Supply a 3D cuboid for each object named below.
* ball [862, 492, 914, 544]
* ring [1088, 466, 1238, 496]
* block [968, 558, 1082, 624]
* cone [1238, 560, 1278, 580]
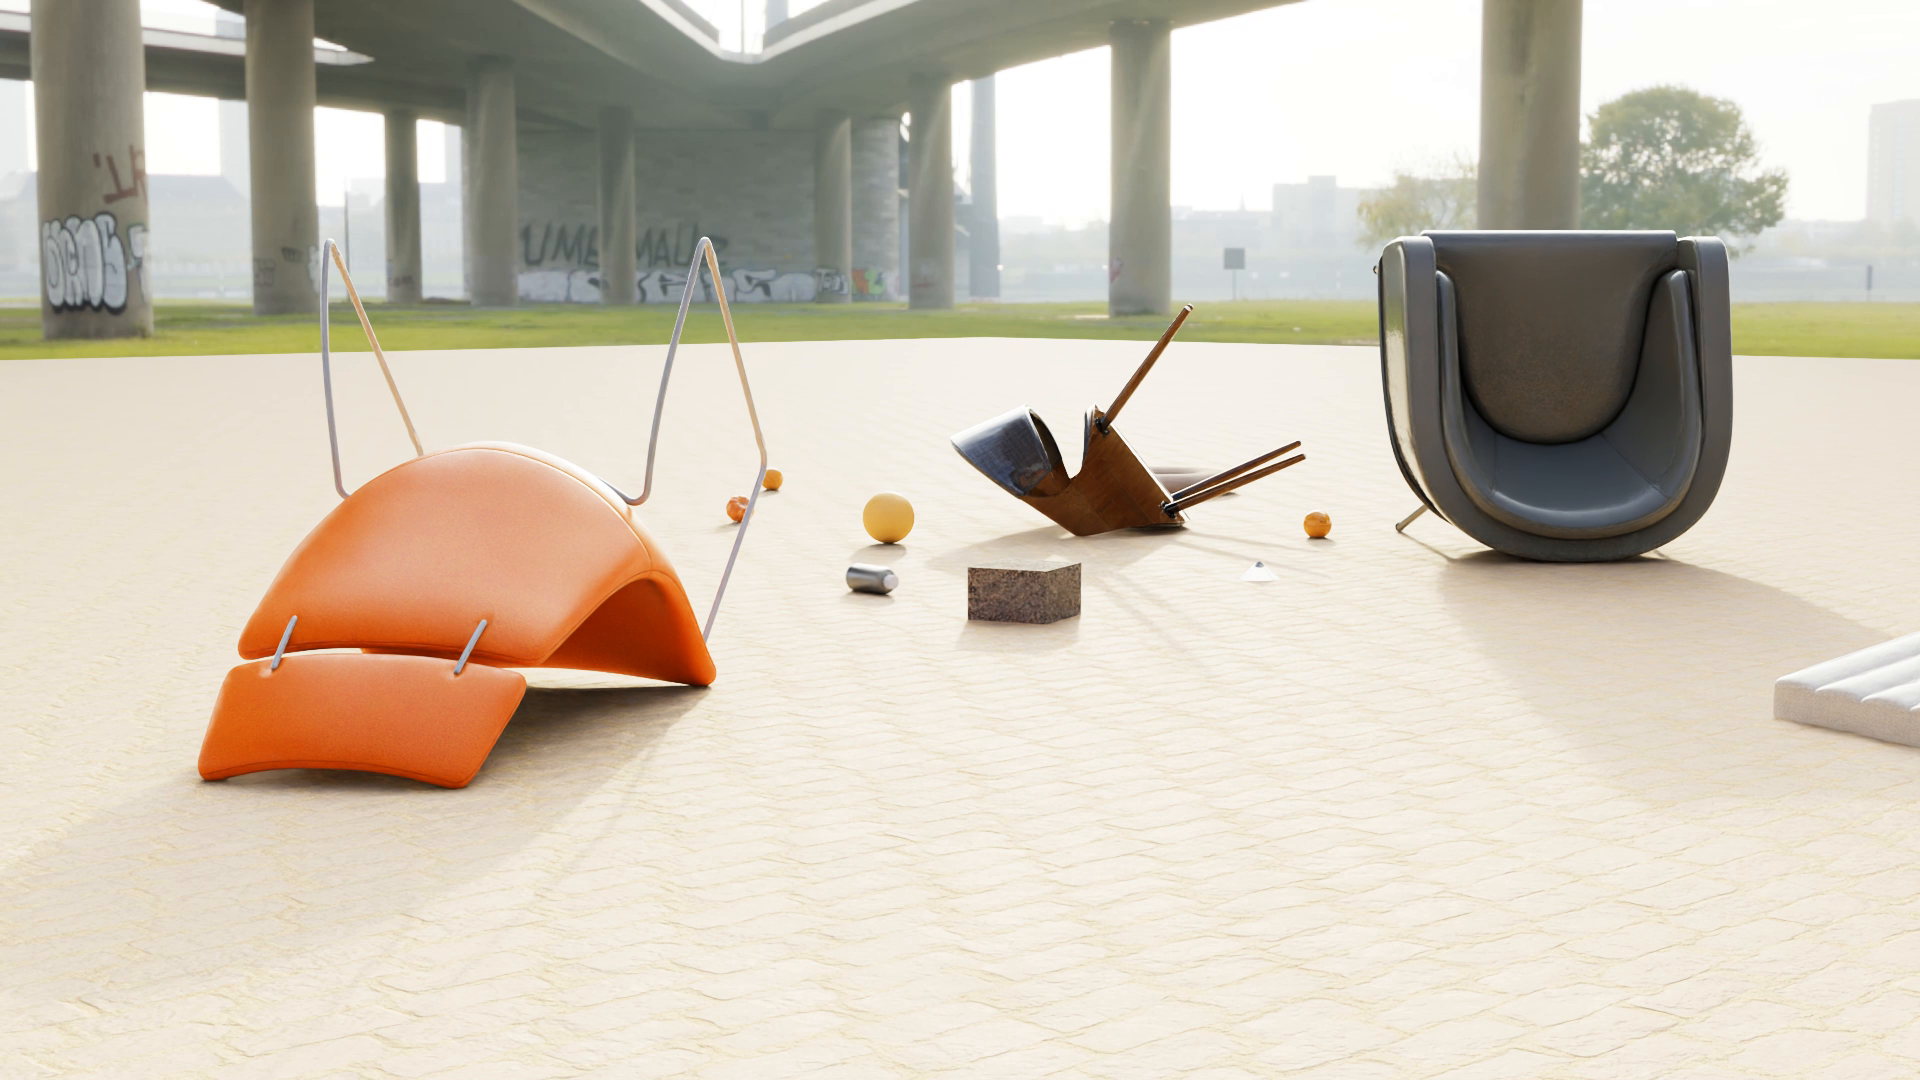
[{"bbox_3d":[-0.176,-0.056,6.325,0.129,0.129,0.129,0,6,0],"label":"ball"},{"bbox_3d":[0.622,-0.180,7.845,0.466,0.066,0.436,-4,7,-31],"label":"ring"},{"bbox_3d":[0.125,0.098,4.964,0.166,0.101,0.168,3,7,25],"label":"block"},{"bbox_3d":[0.652,0.065,5.593,0.096,0.040,0.082,-5,7,-37],"label":"cone"}]
